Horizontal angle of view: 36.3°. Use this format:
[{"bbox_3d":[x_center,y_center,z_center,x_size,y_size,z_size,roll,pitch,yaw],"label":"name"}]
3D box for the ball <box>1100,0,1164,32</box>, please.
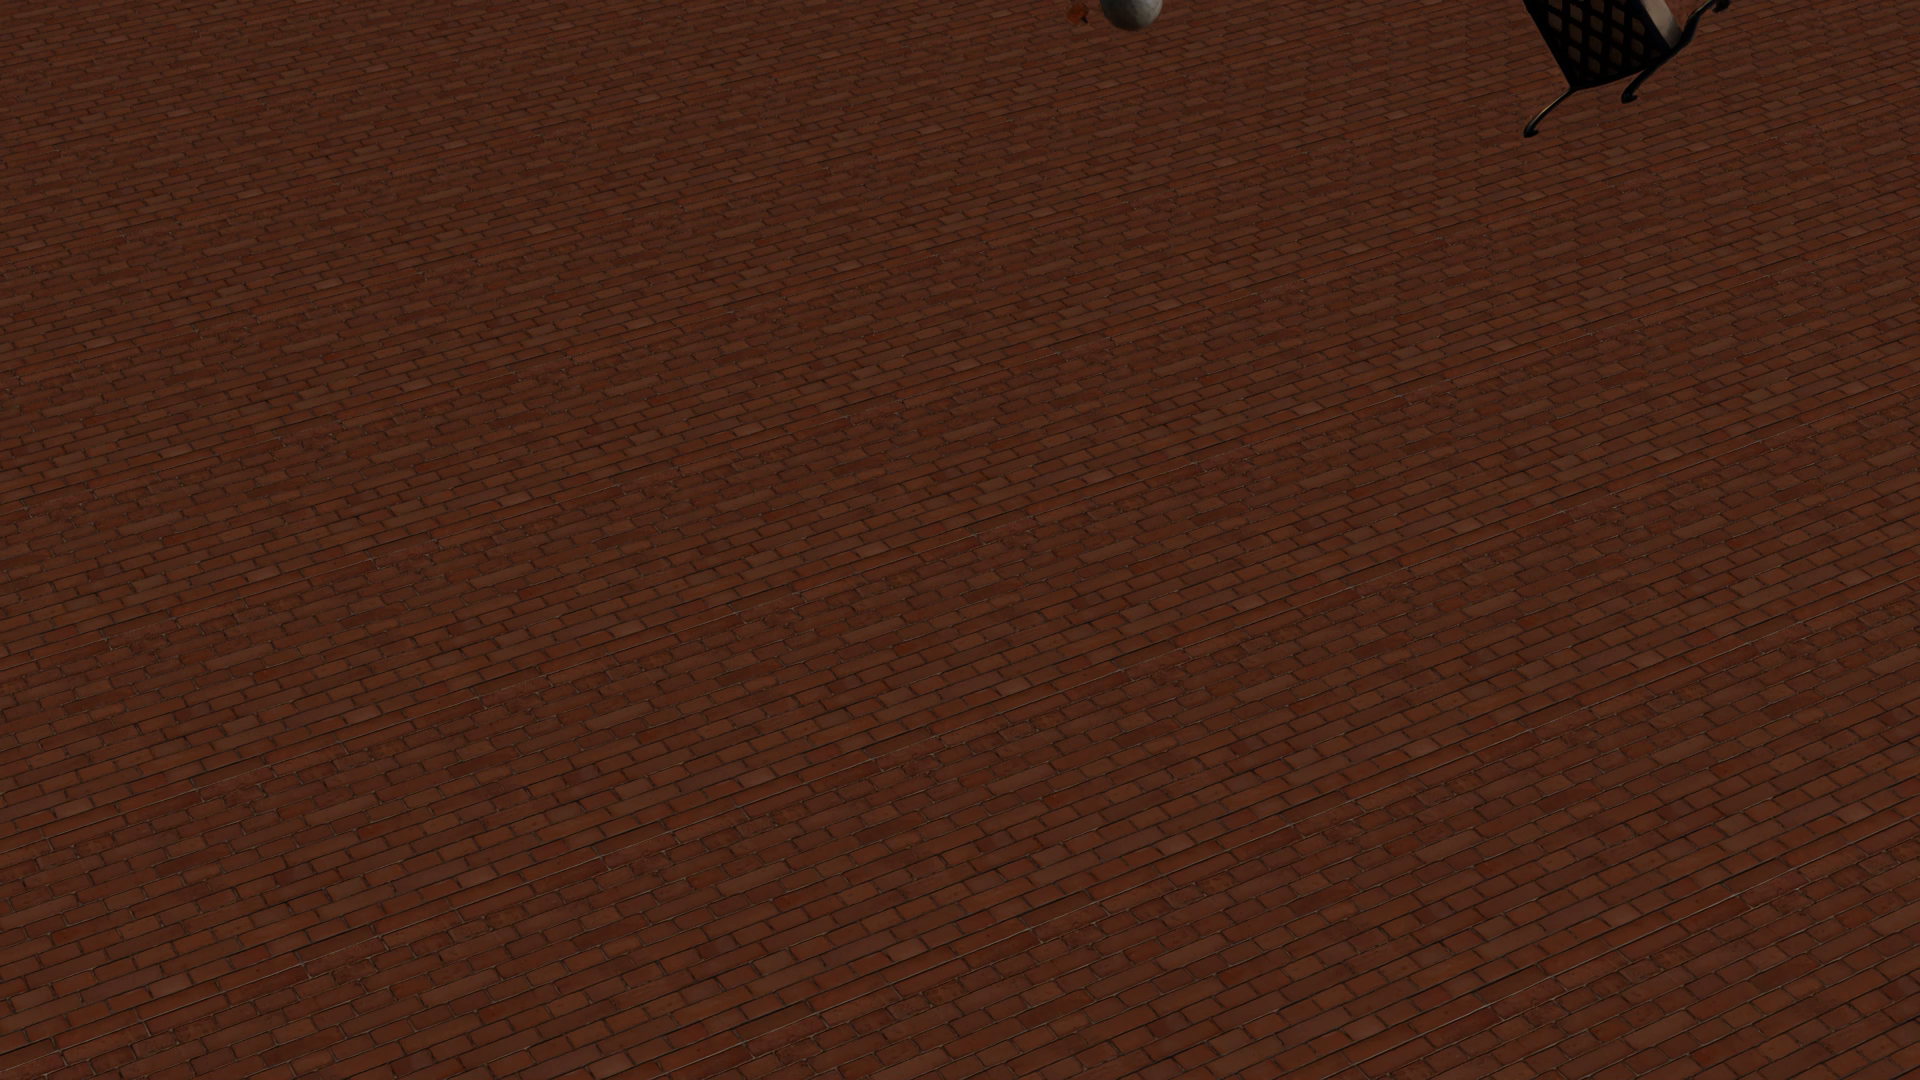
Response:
[{"bbox_3d":[0.563,-1.775,9.623,0.209,0.209,0.209,0,33,0],"label":"ball"}]
